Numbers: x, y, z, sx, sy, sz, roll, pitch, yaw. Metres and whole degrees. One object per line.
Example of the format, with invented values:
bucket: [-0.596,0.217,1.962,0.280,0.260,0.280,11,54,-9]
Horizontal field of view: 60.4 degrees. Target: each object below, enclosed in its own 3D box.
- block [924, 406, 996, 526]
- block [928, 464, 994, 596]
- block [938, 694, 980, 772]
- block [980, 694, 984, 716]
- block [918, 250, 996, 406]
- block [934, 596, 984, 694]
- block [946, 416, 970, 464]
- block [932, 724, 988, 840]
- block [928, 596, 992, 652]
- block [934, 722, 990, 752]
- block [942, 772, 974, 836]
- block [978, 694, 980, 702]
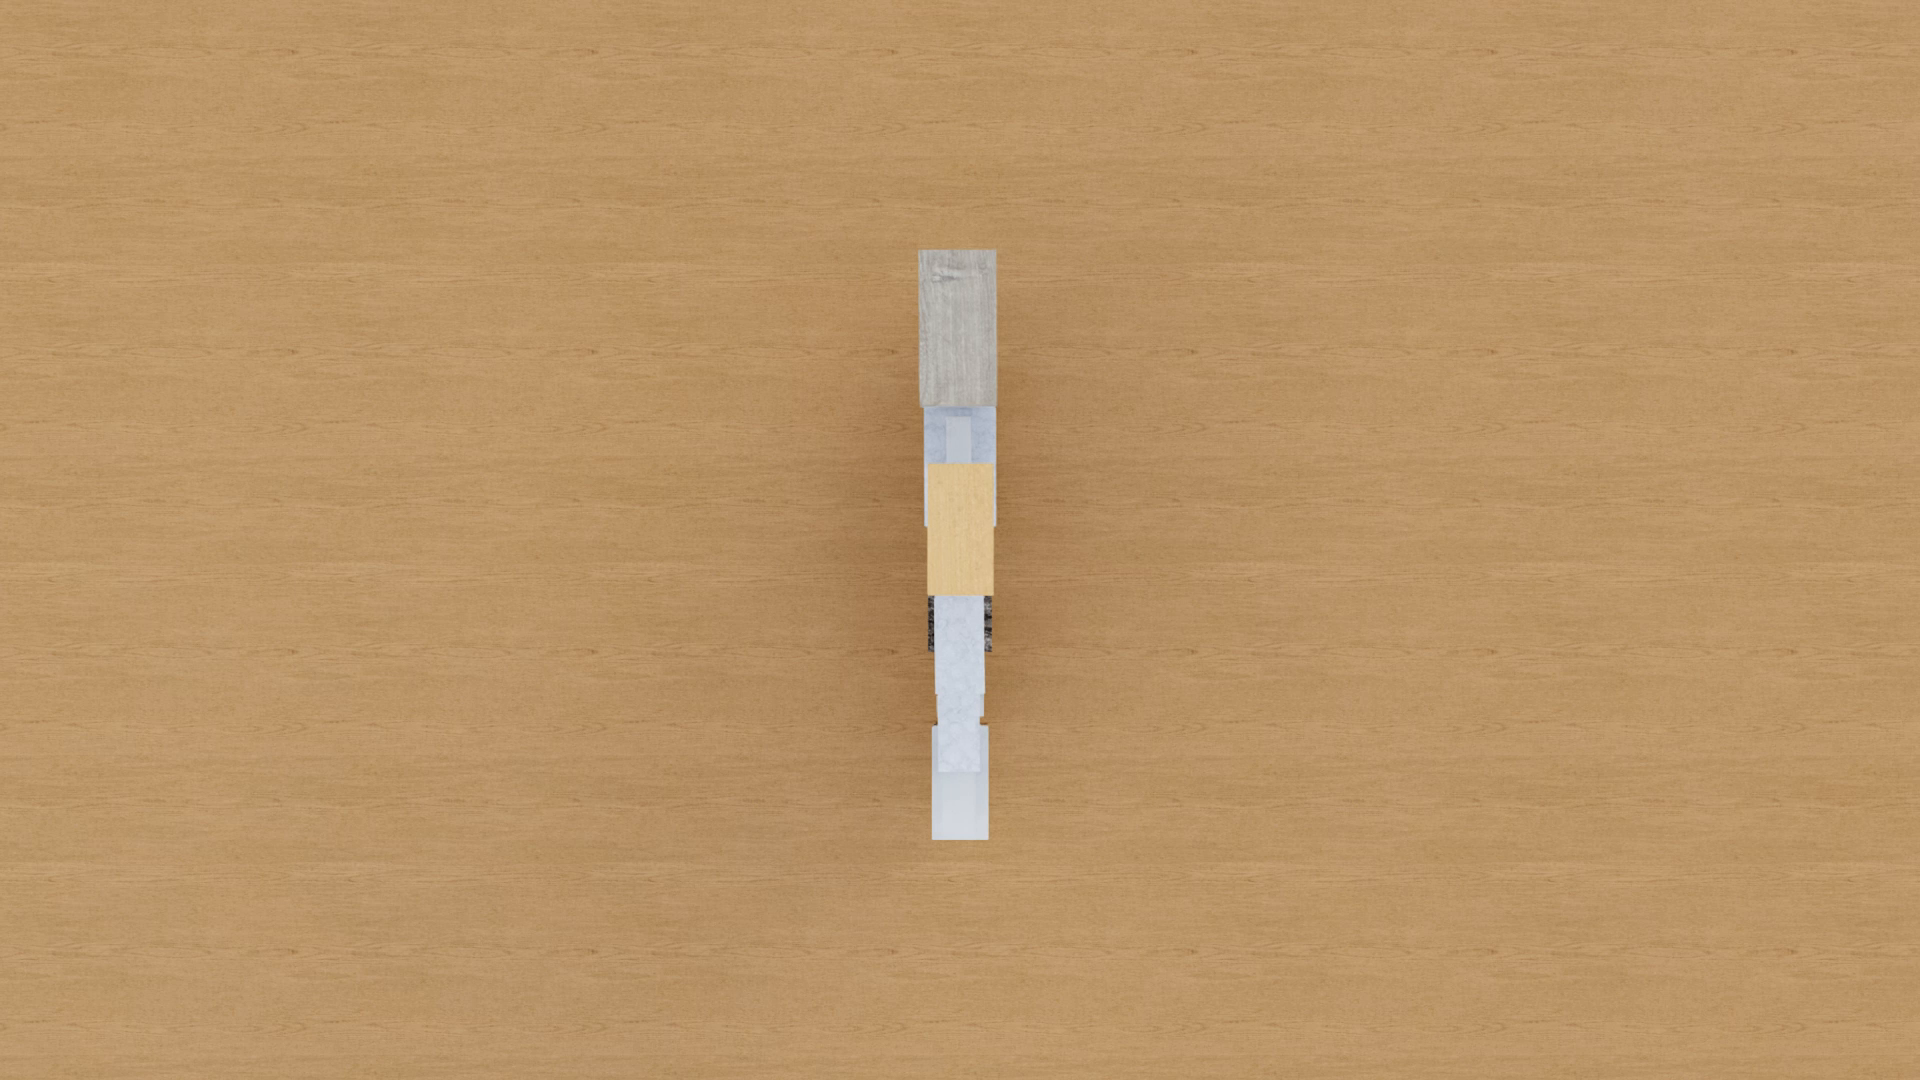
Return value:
block: [0.000,-0.212,4.101,0.178,0.050,0.356,0,90,0]
block: [0.001,-0.024,3.756,0.149,0.042,0.299,0,90,0]
block: [-0.003,0.472,4.095,0.102,0.029,0.204,-1,90,0]
block: [0.003,0.412,5.194,0.143,0.040,0.285,0,90,0]
block: [-0.005,-0.474,3.701,0.173,0.049,0.347,0,91,0]
block: [-0.001,0.248,3.937,0.117,0.033,0.235,-1,90,0]
block: [-0.003,-0.237,3.951,0.058,0.017,0.117,0,90,0]
block: [0.001,0.636,4.335,0.148,0.042,0.295,0,90,1]
block: [0.000,0.130,4.464,0.171,0.049,0.343,0,90,0]
block: [0.004,0.536,4.504,0.148,0.295,0.042,0,90,0]
block: [-0.006,0.658,4.139,0.081,0.023,0.163,0,90,1]
block: [0.003,0.414,4.667,0.108,0.031,0.217,0,90,0]
